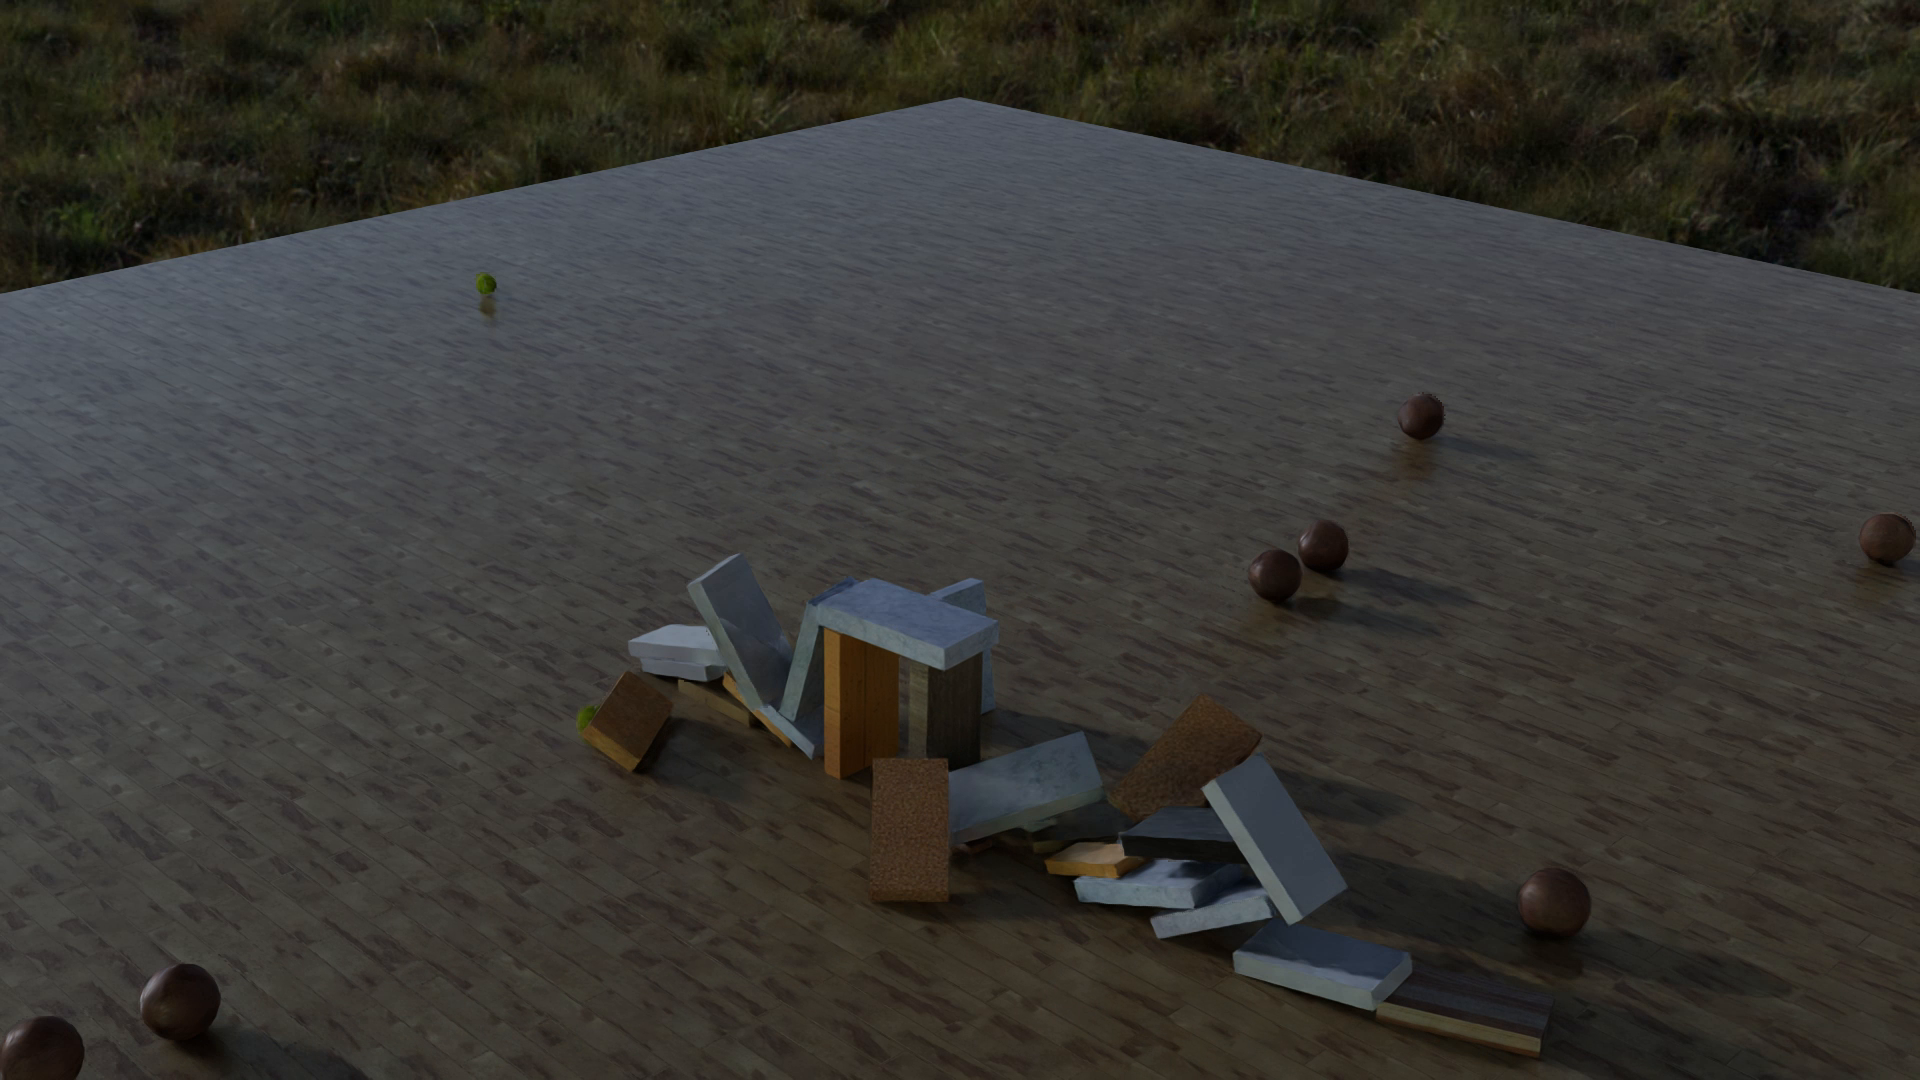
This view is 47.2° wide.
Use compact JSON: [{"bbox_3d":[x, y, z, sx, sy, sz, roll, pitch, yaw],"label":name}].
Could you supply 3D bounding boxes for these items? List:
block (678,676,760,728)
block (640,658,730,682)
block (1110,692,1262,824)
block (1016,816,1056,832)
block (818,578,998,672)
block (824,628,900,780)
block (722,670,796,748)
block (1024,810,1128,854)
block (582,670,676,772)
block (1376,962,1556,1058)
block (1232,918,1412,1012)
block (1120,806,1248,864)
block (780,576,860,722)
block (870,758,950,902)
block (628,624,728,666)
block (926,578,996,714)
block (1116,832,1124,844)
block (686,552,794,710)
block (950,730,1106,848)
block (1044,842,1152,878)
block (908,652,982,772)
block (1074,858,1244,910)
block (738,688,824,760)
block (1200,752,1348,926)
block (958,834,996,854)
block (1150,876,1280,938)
[{"bbox_3d":[-0.503,0.341,4.912,0.124,0.035,0.248,-21,31,-40],"label":"block"},{"bbox_3d":[-0.600,0.274,4.983,0.124,0.035,0.248,-21,17,-40],"label":"block"},{"bbox_3d":[0.444,0.447,4.311,0.148,0.042,0.297,35,62,20],"label":"block"},{"bbox_3d":[0.124,0.549,4.357,0.062,0.017,0.123,-15,17,-42],"label":"block"},{"bbox_3d":[-0.106,0.167,4.441,0.337,0.048,0.168,18,29,36],"label":"block"},{"bbox_3d":[-0.204,0.316,4.583,0.048,0.337,0.168,23,32,40],"label":"block"},{"bbox_3d":[-0.394,0.354,4.797,0.124,0.035,0.248,-16,42,-39],"label":"block"},{"bbox_3d":[0.230,0.579,4.360,0.192,0.027,0.096,-4,23,-8],"label":"block"},{"bbox_3d":[-0.709,0.385,4.716,0.131,0.037,0.262,37,24,-6],"label":"block"},{"bbox_3d":[0.875,0.808,3.805,0.279,0.040,0.140,10,25,22],"label":"block"},{"bbox_3d":[0.640,0.748,3.890,0.279,0.040,0.139,8,25,39],"label":"block"},{"bbox_3d":[0.451,0.534,3.996,0.290,0.041,0.145,-4,14,45],"label":"block"},{"bbox_3d":[-0.291,0.231,4.637,0.042,0.298,0.149,31,36,21],"label":"block"},{"bbox_3d":[-0.095,0.556,4.230,0.148,0.042,0.297,0,50,0],"label":"block"},{"bbox_3d":[-0.586,0.237,4.972,0.363,0.037,0.131,2,18,43],"label":"block"},{"bbox_3d":[-0.003,0.247,4.793,0.149,0.298,0.042,-20,23,-39],"label":"block"},{"bbox_3d":[0.404,0.605,4.223,0.192,0.027,0.096,10,-20,22],"label":"block"},{"bbox_3d":[-0.454,0.193,4.677,0.042,0.298,0.149,-17,14,40],"label":"block"},{"bbox_3d":[0.087,0.498,4.336,0.375,0.042,0.148,-17,44,-2],"label":"block"},{"bbox_3d":[0.263,0.609,4.190,0.096,0.027,0.192,-22,10,-39],"label":"block"},{"bbox_3d":[-0.029,0.370,4.456,0.048,0.337,0.168,20,30,36],"label":"block"},{"bbox_3d":[0.367,0.632,4.093,0.290,0.041,0.145,-6,12,47],"label":"block"},{"bbox_3d":[-0.344,0.365,4.728,0.131,0.037,0.262,-17,43,-40],"label":"block"},{"bbox_3d":[0.550,0.521,3.846,0.140,0.040,0.279,-22,75,-43],"label":"block"},{"bbox_3d":[0.007,0.583,4.364,0.062,0.017,0.123,-18,29,-36],"label":"block"},{"bbox_3d":[0.494,0.654,3.977,0.145,0.041,0.290,-23,0,-42],"label":"block"}]
